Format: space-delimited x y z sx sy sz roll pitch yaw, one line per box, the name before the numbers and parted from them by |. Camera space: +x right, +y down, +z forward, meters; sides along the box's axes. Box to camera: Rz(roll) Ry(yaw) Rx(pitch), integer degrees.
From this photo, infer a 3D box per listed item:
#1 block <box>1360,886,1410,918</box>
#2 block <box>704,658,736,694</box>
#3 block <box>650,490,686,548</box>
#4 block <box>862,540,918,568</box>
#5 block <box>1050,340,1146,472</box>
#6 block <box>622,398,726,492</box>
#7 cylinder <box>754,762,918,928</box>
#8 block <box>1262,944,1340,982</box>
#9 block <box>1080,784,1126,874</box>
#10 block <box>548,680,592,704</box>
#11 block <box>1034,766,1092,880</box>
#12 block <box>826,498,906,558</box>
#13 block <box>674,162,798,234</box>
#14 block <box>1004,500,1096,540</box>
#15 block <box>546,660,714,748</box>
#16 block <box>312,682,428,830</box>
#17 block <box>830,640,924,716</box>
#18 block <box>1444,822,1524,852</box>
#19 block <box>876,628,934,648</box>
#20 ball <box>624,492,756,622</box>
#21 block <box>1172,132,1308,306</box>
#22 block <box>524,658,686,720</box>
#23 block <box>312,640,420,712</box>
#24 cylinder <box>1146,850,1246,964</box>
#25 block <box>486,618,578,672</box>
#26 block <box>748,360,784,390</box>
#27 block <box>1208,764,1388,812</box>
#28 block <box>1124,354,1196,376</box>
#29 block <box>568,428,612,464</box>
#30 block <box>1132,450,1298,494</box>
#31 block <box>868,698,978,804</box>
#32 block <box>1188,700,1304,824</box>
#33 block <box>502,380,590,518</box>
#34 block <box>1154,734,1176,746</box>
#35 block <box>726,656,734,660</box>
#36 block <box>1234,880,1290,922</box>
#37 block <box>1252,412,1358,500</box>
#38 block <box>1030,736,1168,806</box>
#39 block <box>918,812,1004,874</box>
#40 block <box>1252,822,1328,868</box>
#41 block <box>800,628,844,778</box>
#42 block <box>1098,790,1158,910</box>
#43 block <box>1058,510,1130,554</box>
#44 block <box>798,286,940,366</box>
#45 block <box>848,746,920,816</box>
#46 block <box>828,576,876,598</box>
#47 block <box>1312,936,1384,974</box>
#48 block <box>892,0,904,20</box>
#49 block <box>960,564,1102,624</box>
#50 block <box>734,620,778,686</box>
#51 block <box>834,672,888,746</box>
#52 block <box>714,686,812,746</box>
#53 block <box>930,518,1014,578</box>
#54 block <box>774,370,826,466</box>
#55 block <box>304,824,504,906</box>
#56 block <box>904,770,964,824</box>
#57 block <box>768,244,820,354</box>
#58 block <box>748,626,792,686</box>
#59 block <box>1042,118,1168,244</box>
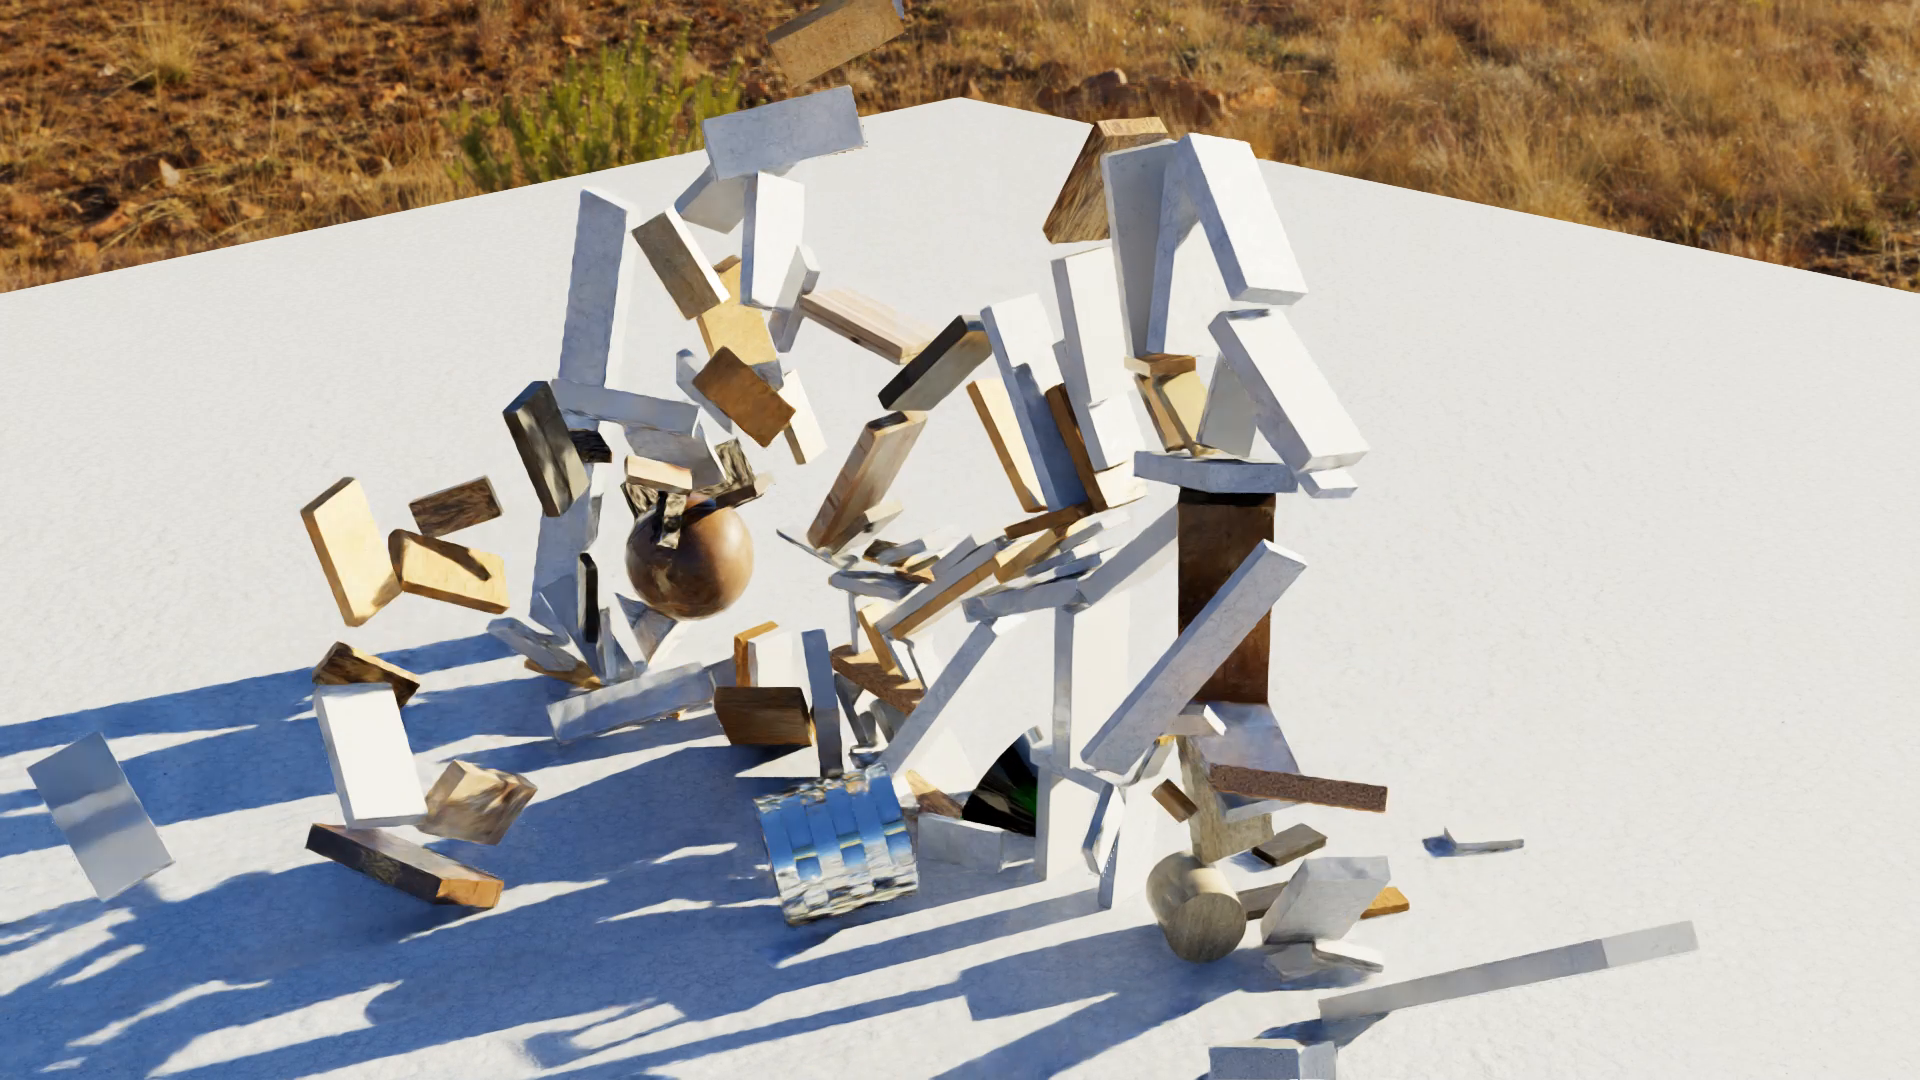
block | 0.775 0.682 4.131 0.123 0.017 0.062 -6 24 -14
block | -0.521 0.304 4.912 0.139 0.070 0.020 -18 -10 -3
block | -0.625 -0.066 4.736 0.023 0.161 0.081 8 -4 22
block | -0.140 0.029 4.439 0.104 0.015 0.052 11 46 32
block | 0.250 -0.253 3.939 0.034 0.239 0.120 -16 4 43
block | -0.614 -0.191 4.736 0.147 0.294 0.042 -17 62 1
cylinder | -0.230 0.563 4.063 0.248 0.248 0.248 -15 25 -8
block | 0.614 0.757 3.953 0.123 0.017 0.062 -11 25 -23
block | 0.249 0.501 3.817 0.020 0.071 0.142 3 48 25
block | -0.807 0.345 4.912 0.201 0.028 0.100 6 24 15
block | 0.199 0.523 4.221 0.034 0.239 0.119 23 32 40
block | -0.191 -0.024 4.419 0.092 0.026 0.184 -22 -10 -36
block | -0.445 -0.720 4.406 0.129 0.258 0.037 14 49 -42
block | 0.177 -0.040 4.019 0.182 0.026 0.091 -17 2 44
block | -0.712 0.352 4.750 0.347 0.026 0.091 -16 65 -17
block | -1.050 0.381 3.910 0.136 0.039 0.273 1 55 -39
block | -0.130 0.277 4.498 0.262 0.037 0.131 29 36 33
block | 1.037 0.587 4.351 0.139 0.020 0.069 -3 23 -7
block | -0.111 0.186 4.437 0.106 0.015 0.053 23 33 36
ball | -0.603 0.037 4.913 0.290 0.290 0.290 0 23 0
block | 0.457 -0.523 3.585 0.146 0.292 0.041 -1 -26 -41
block | -0.781 0.316 4.874 0.369 0.020 0.070 18 27 7
block | -1.142 0.268 4.230 0.183 0.091 0.026 29 21 -33
cylinder | 0.428 0.666 4.001 0.148 0.148 0.148 -4 23 -10
block | -0.915 0.224 4.705 0.091 0.183 0.026 -7 54 46
block | -0.415 -0.314 4.330 0.131 0.066 0.019 -12 50 -7
block | 0.558 0.412 3.645 0.287 0.041 0.144 7 -7 8
block | 0.338 -0.301 3.737 0.080 0.023 0.160 -8 11 -10
block | -0.778 -0.195 4.544 0.085 0.024 0.170 2 17 -21
block | 0.418 -0.114 3.633 0.156 0.044 0.311 0 6 -18
block | -0.069 0.425 4.484 0.131 0.262 0.037 -19 -15 -37
block | 0.482 0.345 3.826 0.147 0.042 0.293 -14 51 -8
block | -0.775 -0.170 4.125 0.033 0.230 0.115 -2 33 26
block | 0.346 0.344 3.991 0.049 0.014 0.097 -17 28 -38
block | -0.514 0.301 4.984 0.070 0.020 0.140 41 41 20
block | 0.575 0.679 4.135 0.139 0.020 0.069 -8 24 -19
block | 0.551 -0.139 3.517 0.090 0.025 0.179 -3 49 -39
block | 0.258 0.420 4.113 0.238 0.034 0.119 21 31 40
block | 0.001 0.587 4.266 0.171 0.085 0.024 9 19 21
block | 0.647 0.600 4.323 0.139 0.020 0.069 -17 28 -34
block | -0.280 0.337 4.480 0.049 0.345 0.172 -9 62 -6
block | 0.317 0.563 4.126 0.034 0.239 0.119 23 32 34
block | 0.239 -0.015 3.955 0.067 0.019 0.134 -22 -5 -38
block | -0.165 -0.407 4.162 0.259 0.037 0.130 30 30 30
block | -0.151 0.472 4.320 0.085 0.024 0.171 4 37 -29
block | -0.199 0.087 4.479 0.068 0.019 0.136 -21 24 -40
block | 0.695 0.743 3.943 0.123 0.017 0.062 13 13 1
block | -0.158 -1.106 4.143 0.033 0.236 0.118 -18 28 -16
block | 0.165 0.091 4.079 0.157 0.044 0.314 -22 6 -42
block | -0.443 0.285 4.824 0.100 0.201 0.028 -22 35 -35
block | -0.161 0.379 4.567 0.131 0.262 0.037 -20 -5 -39
block | -0.404 0.367 4.564 0.172 0.049 0.345 0 -17 0
block | 0.024 0.017 4.196 0.095 0.027 0.191 -22 -9 -32
block | -0.351 -0.262 4.712 0.026 0.185 0.093 -13 16 31
block | -1.047 0.612 4.145 0.345 0.049 0.172 15 -2 30
block | -0.078 0.519 4.375 0.171 0.024 0.086 36 42 2
block | -0.321 -0.465 4.247 0.027 0.189 0.095 9 34 -24
block | -0.413 0.298 4.801 0.028 0.201 0.100 20 30 39
block | 0.246 -0.614 3.765 0.128 0.257 0.036 -9 57 -29
